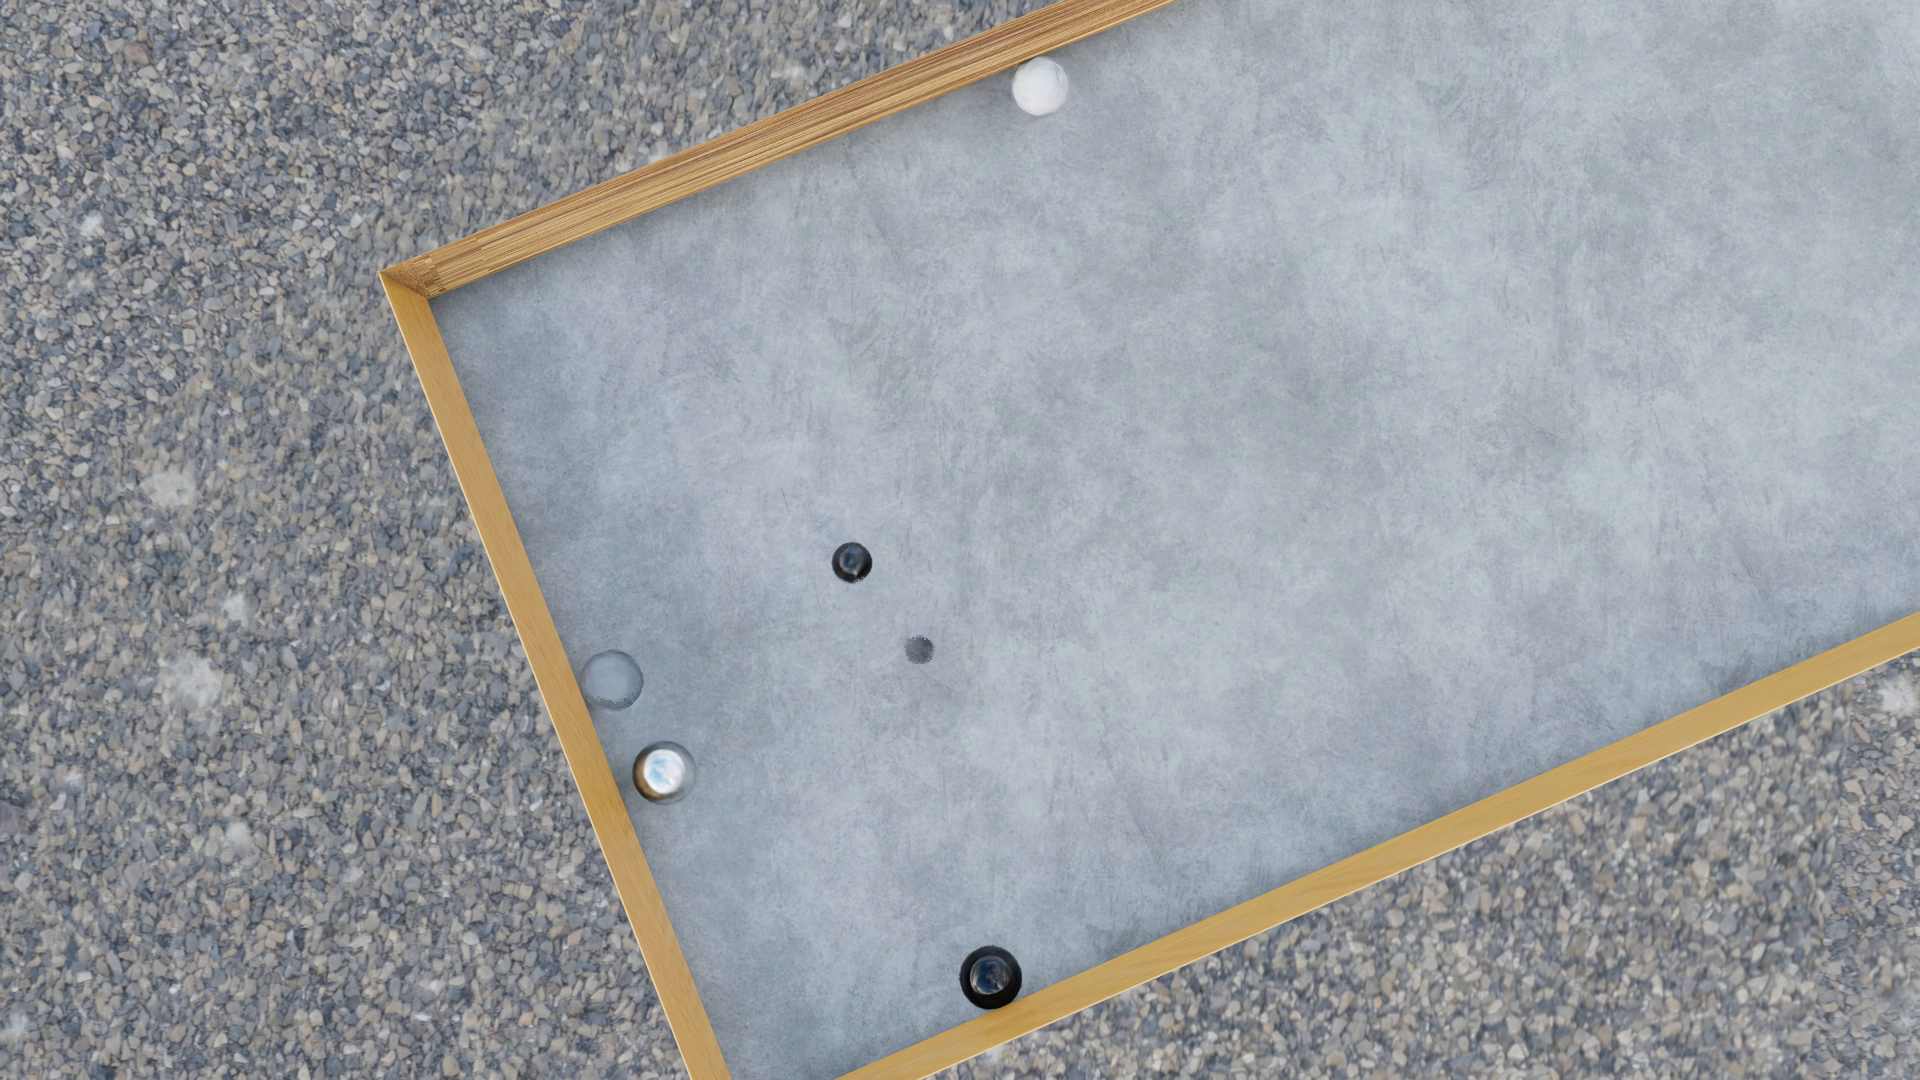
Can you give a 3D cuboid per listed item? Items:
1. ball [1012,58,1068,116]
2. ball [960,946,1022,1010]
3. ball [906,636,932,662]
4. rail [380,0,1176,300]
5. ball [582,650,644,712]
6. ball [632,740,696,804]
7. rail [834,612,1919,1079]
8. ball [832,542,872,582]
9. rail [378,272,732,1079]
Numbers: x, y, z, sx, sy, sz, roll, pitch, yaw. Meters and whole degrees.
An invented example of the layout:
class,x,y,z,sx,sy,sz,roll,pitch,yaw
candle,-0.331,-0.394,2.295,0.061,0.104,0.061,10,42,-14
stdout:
class,x,y,z,sx,sy,sz,roll,pitch,yaw
ball,0.125,-0.704,3.416,0.088,0.088,0.088,0,79,0
ball,0.044,0.629,3.162,0.090,0.090,0.090,0,79,0
ball,-0.060,0.162,3.276,0.040,0.040,0.040,0,79,0
rail,0.336,-0.863,3.428,2.594,0.122,0.045,-22,80,-4
ball,-0.512,0.208,3.241,0.091,0.091,0.091,0,79,0
ball,-0.433,0.340,3.215,0.094,0.094,0.094,0,79,0
rail,0.860,0.359,3.196,2.594,0.122,0.045,-22,80,-4
ball,-0.161,0.033,3.290,0.061,0.061,0.061,0,79,0
rail,-0.576,0.234,3.220,0.045,0.122,1.397,-22,80,-4
